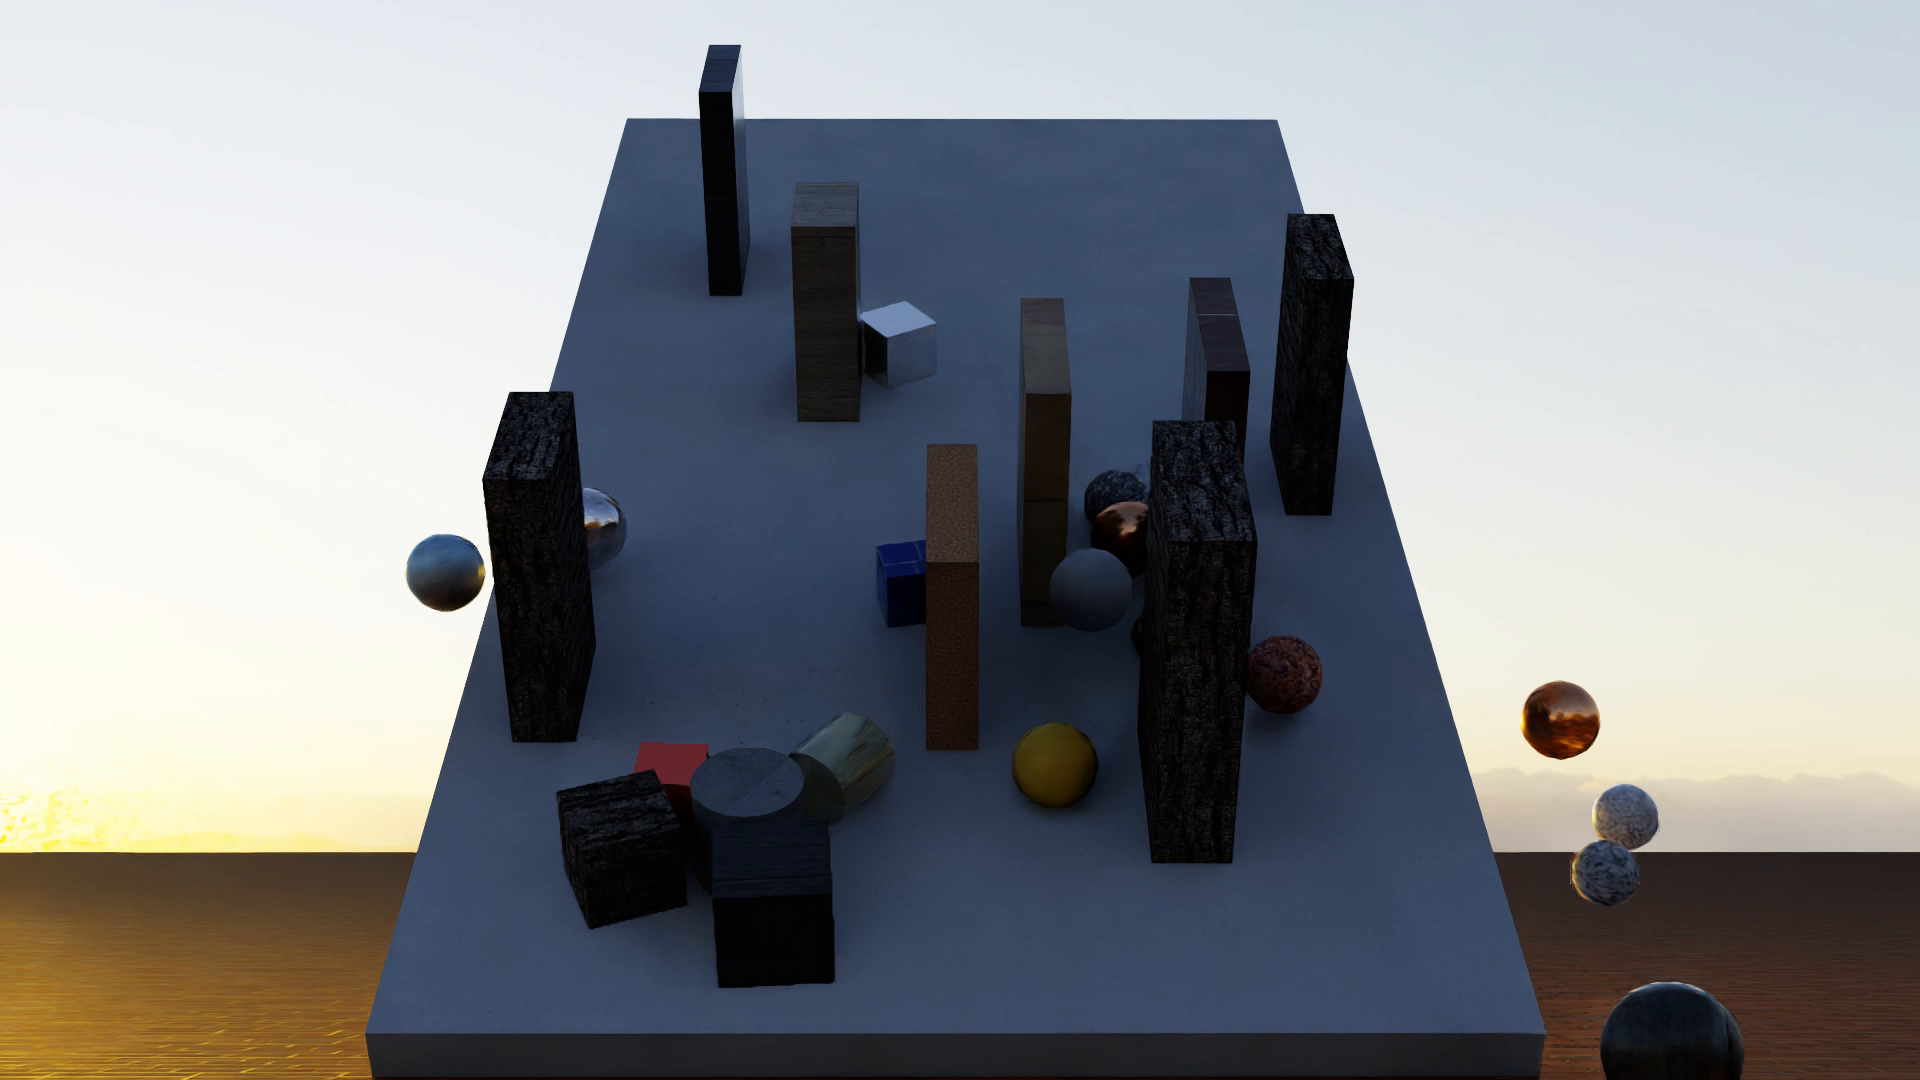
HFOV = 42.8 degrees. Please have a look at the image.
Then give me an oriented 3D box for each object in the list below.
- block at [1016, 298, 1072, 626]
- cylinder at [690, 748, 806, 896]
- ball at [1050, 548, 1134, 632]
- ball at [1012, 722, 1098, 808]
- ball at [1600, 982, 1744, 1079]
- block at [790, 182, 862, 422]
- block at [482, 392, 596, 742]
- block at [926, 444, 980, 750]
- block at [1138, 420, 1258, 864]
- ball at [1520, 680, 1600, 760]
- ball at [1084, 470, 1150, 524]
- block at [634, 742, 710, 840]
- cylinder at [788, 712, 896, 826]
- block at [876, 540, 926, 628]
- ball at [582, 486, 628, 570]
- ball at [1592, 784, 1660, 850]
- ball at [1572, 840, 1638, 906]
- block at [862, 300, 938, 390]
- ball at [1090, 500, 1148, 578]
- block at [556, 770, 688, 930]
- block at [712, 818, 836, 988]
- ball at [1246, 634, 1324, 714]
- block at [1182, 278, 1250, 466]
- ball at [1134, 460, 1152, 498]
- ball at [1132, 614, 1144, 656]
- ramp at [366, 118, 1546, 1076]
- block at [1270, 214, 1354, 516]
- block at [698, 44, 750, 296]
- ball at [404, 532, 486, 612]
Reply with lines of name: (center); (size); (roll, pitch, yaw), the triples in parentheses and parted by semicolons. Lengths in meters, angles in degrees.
block: (0.175, -0.168, 5.213); (0.091, 0.560, 0.425); (0, 32, 0)
cylinder: (-0.383, 0.520, 4.452); (0.203, 0.203, 0.203); (0, 32, 0)
ball: (0.262, 0.100, 4.889); (0.168, 0.168, 0.168); (0, -7, 0)
ball: (0.180, 0.427, 4.641); (0.164, 0.164, 0.164); (0, -7, 0)
ball: (1.022, 0.735, 3.518); (0.199, 0.199, 0.199); (0, -7, 0)
block: (-0.318, -0.571, 5.891); (0.148, 0.517, 0.251); (0, 32, 0)
block: (-0.820, 0.054, 4.812); (0.124, 0.604, 0.336); (0, 32, 0)
block: (-0.016, 0.109, 4.886); (0.101, 0.438, 0.443); (0, 32, 0)
block: (0.429, 0.189, 4.513); (0.148, 0.704, 0.415); (0, 32, 0)
ball: (1.193, 0.358, 4.866); (0.156, 0.156, 0.156); (0, -7, 0)
ball: (0.350, -0.084, 5.470); (0.146, 0.146, 0.146); (0, -7, 0)
block: (-0.539, 0.470, 4.574); (0.128, 0.128, 0.128); (2, 31, 1)
cylinder: (-0.232, 0.432, 4.634); (0.158, 0.158, 0.158); (-6, 22, 41)
block: (-0.104, 0.092, 5.204); (0.128, 0.128, 0.128); (-7, 33, -11)
ball: (-0.808, -0.023, 5.264); (0.182, 0.182, 0.182); (0, -7, 0)
ball: (1.298, 0.541, 4.776); (0.129, 0.129, 0.129); (0, -7, 0)
ball: (1.223, 0.632, 4.643); (0.123, 0.123, 0.123); (0, -7, 0)
block: (-0.158, -0.486, 6.105); (0.146, 0.146, 0.146); (-19, 37, -28)
ball: (0.368, -0.003, 5.320); (0.169, 0.169, 0.169); (0, -7, 0)
block: (-0.609, 0.556, 4.413); (0.181, 0.181, 0.181); (-12, 34, -18)
block: (-0.325, 0.633, 4.273); (0.202, 0.202, 0.202); (-2, 32, -4)
ball: (0.638, 0.266, 4.833); (0.157, 0.157, 0.157); (0, -7, 0)
block: (0.512, -0.136, 5.038); (0.082, 0.696, 0.404); (0, 32, 0)
ball: (0.451, -0.130, 5.574); (0.113, 0.113, 0.113); (0, -7, 0)
ball: (0.410, 0.198, 5.052); (0.114, 0.114, 0.114); (0, -7, 0)
ramp: (-0.015, -0.188, 5.863); (2.000, 0.100, 4.000); (0, 32, 0)
block: (0.793, -0.397, 5.550); (0.104, 0.594, 0.335); (0, 32, 0)
block: (-0.621, -0.980, 6.486); (0.085, 0.572, 0.334); (0, 32, 0)
ball: (-1.076, 0.068, 5.122); (0.165, 0.165, 0.165); (0, -7, 0)
